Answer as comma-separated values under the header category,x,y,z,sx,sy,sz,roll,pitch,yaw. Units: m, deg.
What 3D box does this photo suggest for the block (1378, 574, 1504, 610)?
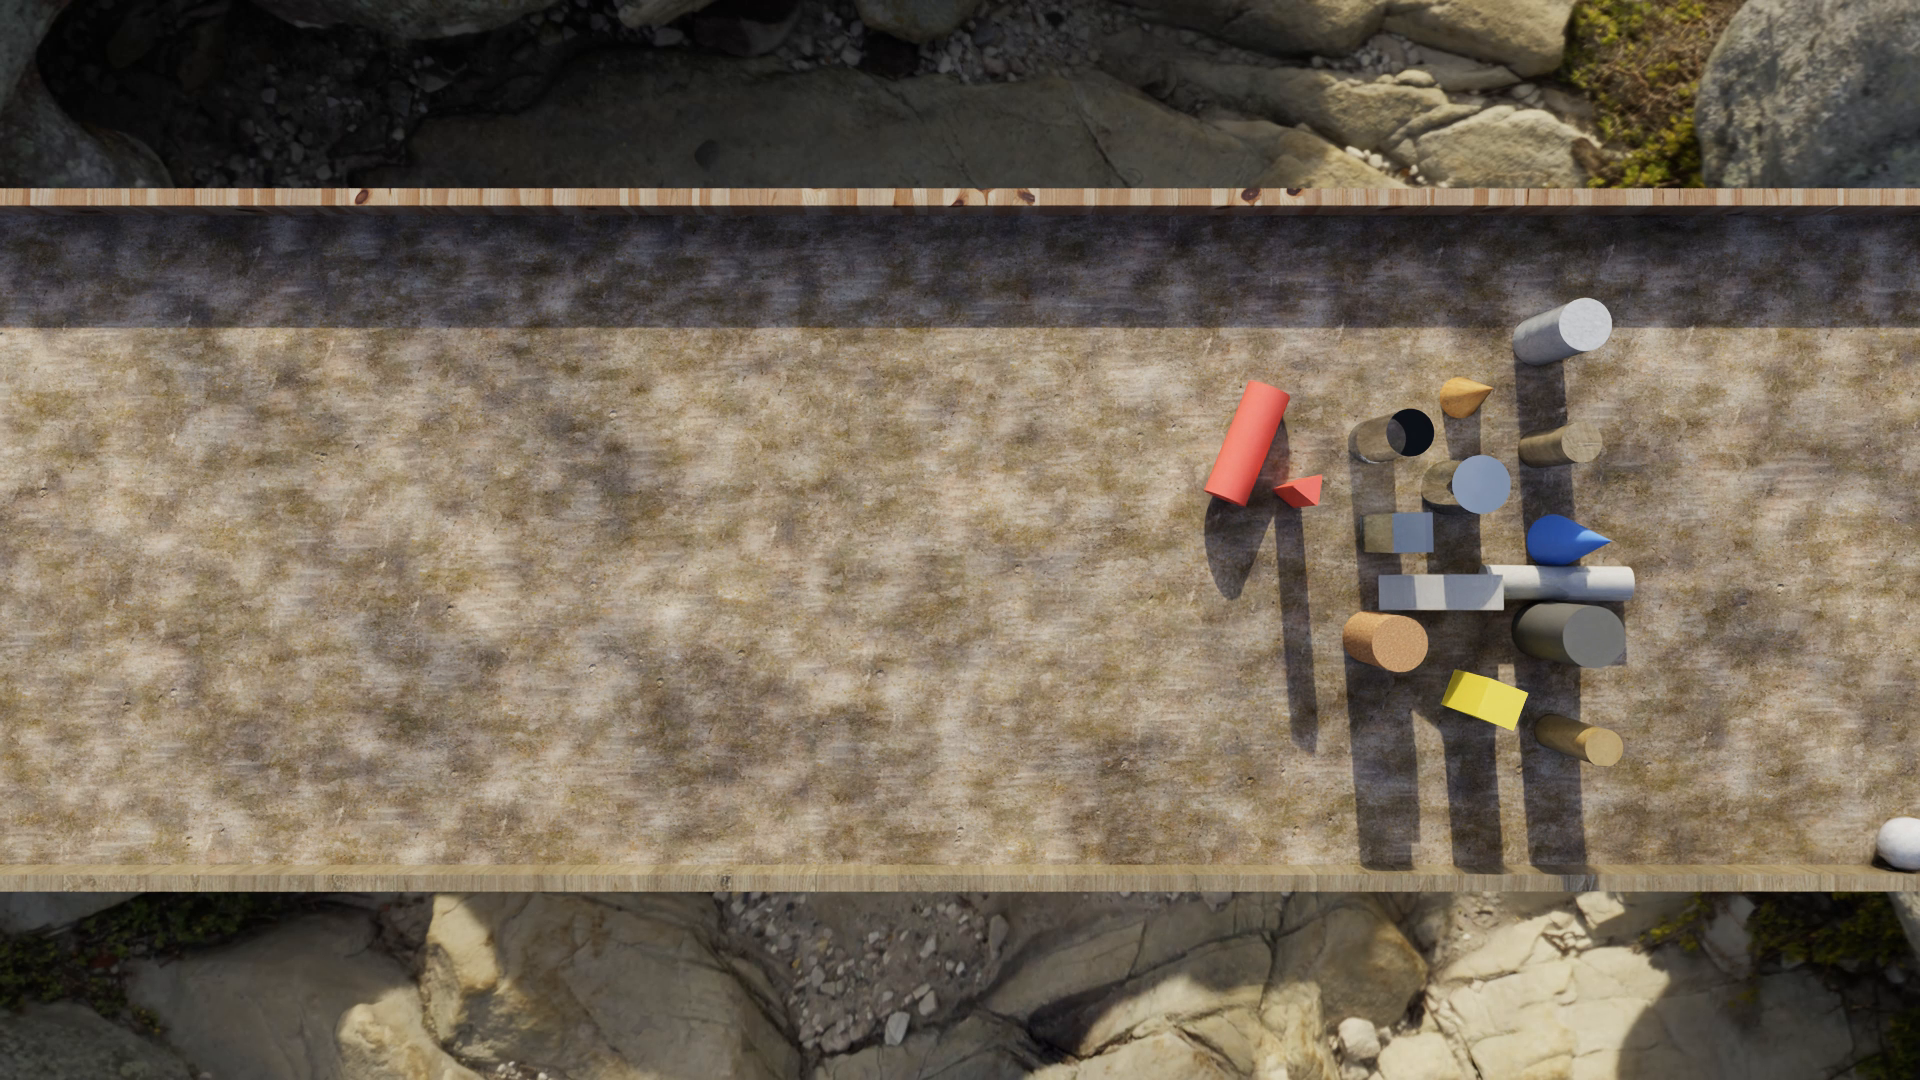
category,x,y,z,sx,sy,sz,roll,pitch,yaw
block,1.450,0.156,4.967,0.357,0.105,0.105,-1,90,20

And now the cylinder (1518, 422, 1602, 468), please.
category,x,y,z,sx,sy,sz,roll,pitch,yaw
cylinder,1.775,-0.279,4.892,0.117,0.369,0.117,0,90,0

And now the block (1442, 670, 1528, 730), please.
category,x,y,z,sx,sy,sz,roll,pitch,yaw
block,1.555,0.472,4.905,0.116,0.343,0.116,21,90,0

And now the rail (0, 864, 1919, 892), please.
category,x,y,z,sx,sy,sz,roll,pitch,yaw
rail,-2.247,1.025,5.001,12.000,0.150,0.050,0,90,0

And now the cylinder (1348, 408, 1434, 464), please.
category,x,y,z,sx,sy,sz,roll,pitch,yaw
cylinder,1.261,-0.301,4.848,0.135,0.457,0.135,0,90,0

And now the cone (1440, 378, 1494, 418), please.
category,x,y,z,sx,sy,sz,roll,pitch,yaw
cone,1.540,-0.438,4.918,0.128,0.316,0.128,0,90,0

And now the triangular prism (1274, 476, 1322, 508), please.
category,x,y,z,sx,sy,sz,roll,pitch,yaw
triangular prism,1.018,-0.157,4.911,0.088,0.331,0.076,39,90,0

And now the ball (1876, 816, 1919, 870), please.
category,x,y,z,sx,sy,sz,roll,pitch,yaw
ball,2.867,0.919,4.996,0.161,0.161,0.161,0,90,0

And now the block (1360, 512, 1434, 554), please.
category,x,y,z,sx,sy,sz,roll,pitch,yaw
block,1.289,-0.021,4.883,0.114,0.387,0.114,-1,90,0

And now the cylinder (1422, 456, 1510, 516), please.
category,x,y,z,sx,sy,sz,roll,pitch,yaw
cylinder,1.504,-0.160,4.916,0.170,0.320,0.170,0,90,0

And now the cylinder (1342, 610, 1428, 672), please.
category,x,y,z,sx,sy,sz,roll,pitch,yaw
cylinder,1.258,0.297,4.895,0.161,0.363,0.161,0,90,0

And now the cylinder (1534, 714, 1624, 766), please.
category,x,y,z,sx,sy,sz,roll,pitch,yaw
cylinder,1.820,0.588,4.868,0.107,0.418,0.107,0,90,0

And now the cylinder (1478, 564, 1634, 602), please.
category,x,y,z,sx,sy,sz,roll,pitch,yaw
cylinder,1.813,0.131,5.024,0.441,0.106,0.106,1,90,0

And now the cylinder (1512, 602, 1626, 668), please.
category,x,y,z,sx,sy,sz,roll,pitch,yaw
cylinder,1.785,0.275,4.860,0.176,0.433,0.176,0,90,0

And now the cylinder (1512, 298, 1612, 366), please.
category,x,y,z,sx,sy,sz,roll,pitch,yaw
cylinder,1.776,-0.612,4.879,0.151,0.394,0.151,0,90,0

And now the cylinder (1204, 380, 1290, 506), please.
category,x,y,z,sx,sy,sz,roll,pitch,yaw
cylinder,0.872,-0.292,5.009,0.134,0.134,0.359,22,90,0

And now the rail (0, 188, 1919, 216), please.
category,x,y,z,sx,sy,sz,roll,pitch,yaw
rail,-2.247,-1.025,5.002,12.000,0.150,0.050,0,90,0

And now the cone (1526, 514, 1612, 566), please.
category,x,y,z,sx,sy,sz,roll,pitch,yaw
cone,1.827,0.004,4.848,0.166,0.457,0.166,0,90,0
